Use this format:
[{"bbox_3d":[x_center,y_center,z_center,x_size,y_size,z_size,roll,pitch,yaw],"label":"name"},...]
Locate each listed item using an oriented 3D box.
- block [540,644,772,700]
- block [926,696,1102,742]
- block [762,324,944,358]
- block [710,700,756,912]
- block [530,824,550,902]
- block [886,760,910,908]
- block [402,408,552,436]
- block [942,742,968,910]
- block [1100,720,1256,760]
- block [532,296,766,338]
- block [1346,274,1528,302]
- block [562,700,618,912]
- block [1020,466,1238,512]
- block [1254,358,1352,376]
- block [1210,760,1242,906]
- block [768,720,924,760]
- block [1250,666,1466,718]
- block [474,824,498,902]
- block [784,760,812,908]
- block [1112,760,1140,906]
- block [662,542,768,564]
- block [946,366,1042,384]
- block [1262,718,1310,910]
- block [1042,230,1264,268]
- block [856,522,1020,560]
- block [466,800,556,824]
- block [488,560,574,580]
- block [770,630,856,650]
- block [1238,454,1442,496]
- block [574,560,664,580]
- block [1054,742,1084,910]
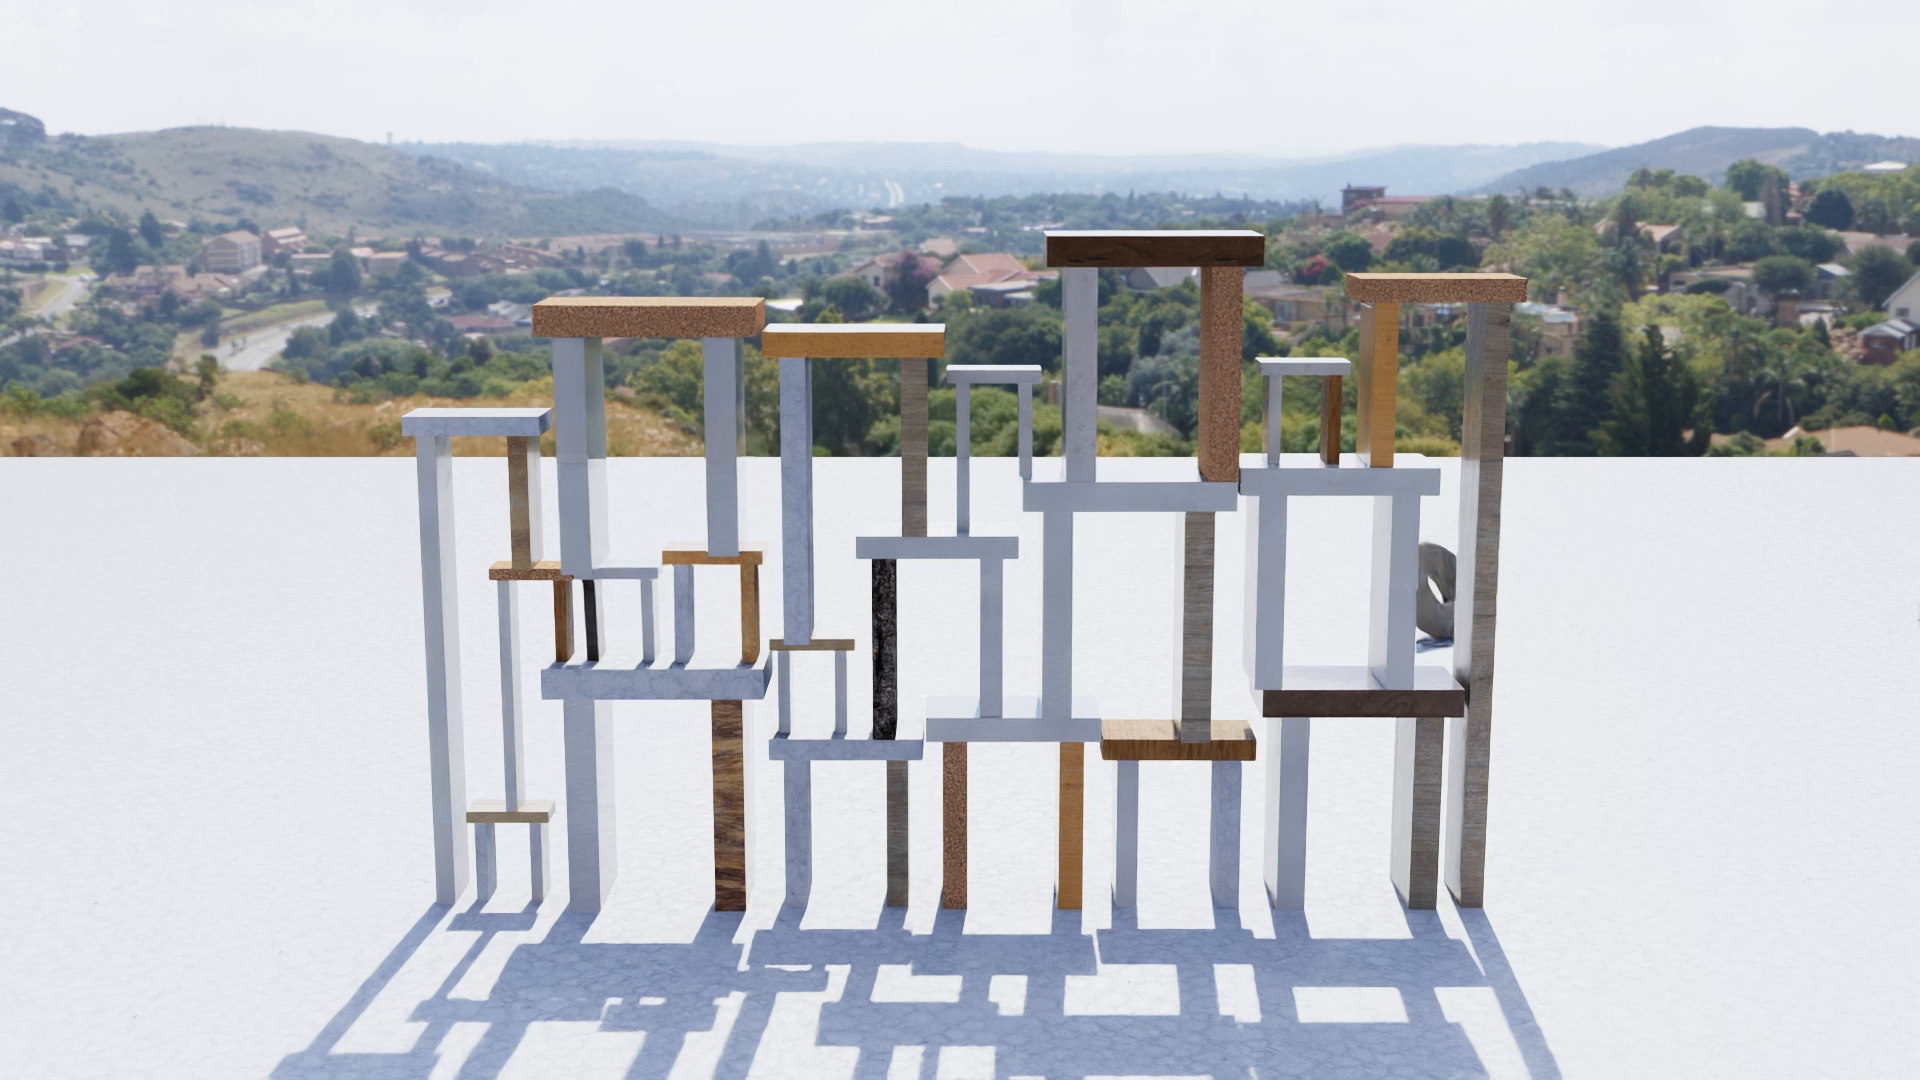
[{"bbox_3d":[-0.492,0.215,3.603,0.356,0.050,0.178,0,11,0],"label":"block"},{"bbox_3d":[0.086,0.293,3.610,0.283,0.040,0.141,0,11,0],"label":"block"},{"bbox_3d":[-0.167,-0.317,3.498,0.284,0.040,0.142,0,11,0],"label":"block"},{"bbox_3d":[-0.374,0.415,3.640,0.050,0.356,0.178,0,11,0],"label":"block"},{"bbox_3d":[-0.697,0.524,3.652,0.019,0.135,0.068,0,11,0],"label":"block"},{"bbox_3d":[-0.102,0.468,3.643,0.035,0.249,0.125,0,11,0],"label":"block"},{"bbox_3d":[-0.773,-0.189,3.527,0.217,0.031,0.108,0,11,0],"label":"block"},{"bbox_3d":[-0.008,0.452,3.639,0.040,0.283,0.141,0,11,0],"label":"block"},{"bbox_3d":[0.356,0.329,3.619,0.248,0.035,0.124,0,11,1],"label":"block"},{"bbox_3d":[-0.489,-0.354,3.487,0.346,0.049,0.173,0,11,0],"label":"block"},{"bbox_3d":[0.752,-0.400,3.482,0.259,0.037,0.130,0,11,0],"label":"block"},{"bbox_3d":[-0.611,0.415,3.640,0.050,0.356,0.178,0,11,0],"label":"block"},{"bbox_3d":[0.268,-0.083,3.543,0.338,0.048,0.169,0,11,0],"label":"block"},{"bbox_3d":[0.546,-0.277,3.506,0.142,0.020,0.071,0,11,0],"label":"block"},{"bbox_3d":[0.440,0.468,3.644,0.035,0.248,0.124,0,11,0],"label":"block"},{"bbox_3d":[-0.185,0.328,3.617,0.249,0.035,0.125,0,11,0],"label":"block"},{"bbox_3d":[0.648,0.248,3.610,0.324,0.046,0.162,0,11,0],"label":"block"},{"bbox_3d":[-0.787,0.524,3.652,0.019,0.135,0.068,0,11,0],"label":"block"},{"bbox_3d":[-0.268,0.468,3.643,0.035,0.249,0.125,0,11,0],"label":"block"},{"bbox_3d":[0.273,0.468,3.646,0.035,0.248,0.124,0,11,1],"label":"block"},{"bbox_3d":[-0.396,0.021,3.559,0.162,0.023,0.081,0,11,1],"label":"block"},{"bbox_3d":[0.054,-0.265,3.514,0.149,0.021,0.075,0,11,0],"label":"block"},{"bbox_3d":[0.540,0.430,3.644,0.046,0.324,0.162,0,11,0],"label":"block"},{"bbox_3d":[0.302,-0.461,3.474,0.336,0.048,0.168,0,11,0],"label":"block"},{"bbox_3d":[-0.036,0.000,3.556,0.259,0.037,0.130,0,11,0],"label":"block"},{"bbox_3d":[-0.742,0.449,3.638,0.135,0.019,0.068,0,11,0],"label":"block"},{"bbox_3d":[-0.690,0.049,3.565,0.135,0.019,0.067,0,11,0],"label":"block"},{"bbox_3d":[-0.240,0.163,3.595,0.139,0.020,0.069,0,11,0],"label":"block"},{"bbox_3d":[0.599,-0.106,3.541,0.315,0.045,0.158,0,11,0],"label":"block"},{"bbox_3d":[-0.554,0.047,3.566,0.136,0.019,0.068,0,11,0],"label":"block"},{"bbox_3d":[0.180,0.452,3.639,0.040,0.283,0.141,0,11,0],"label":"block"}]
